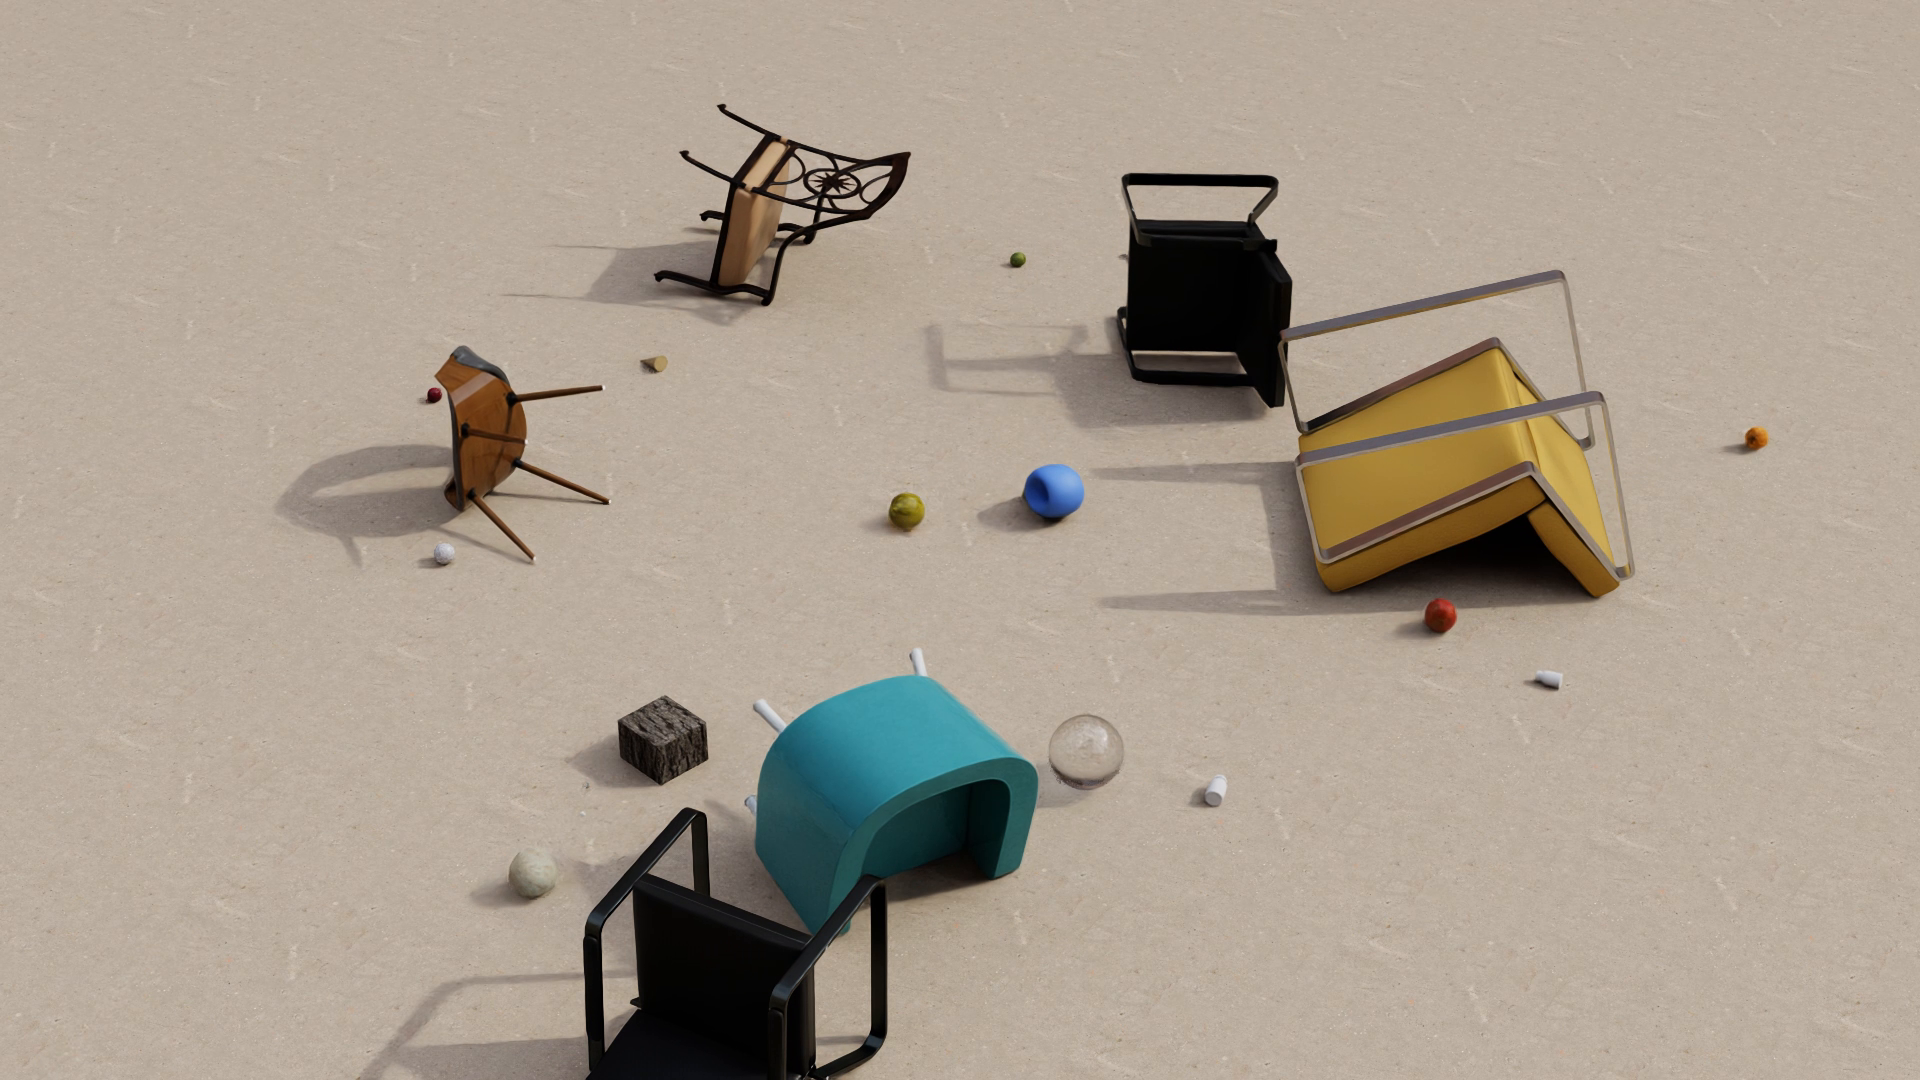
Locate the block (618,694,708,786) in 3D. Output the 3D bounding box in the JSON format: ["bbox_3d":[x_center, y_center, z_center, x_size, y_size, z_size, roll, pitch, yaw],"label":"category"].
[{"bbox_3d":[-0.991,0.667,9.791,0.204,0.155,0.216,-28,43,-36],"label":"block"}]

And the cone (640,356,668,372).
[{"bbox_3d":[-1.270,-0.730,12.023,0.129,0.066,0.074,9,29,40],"label":"cone"}]

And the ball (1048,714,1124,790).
[{"bbox_3d":[0.416,0.699,9.657,0.250,0.250,0.250,0,33,0],"label":"ball"}]

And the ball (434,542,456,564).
[{"bbox_3d":[-1.899,0.049,10.799,0.079,0.079,0.079,0,33,0],"label":"ball"}]

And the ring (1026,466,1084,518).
[{"bbox_3d":[0.355,-0.183,11.048,0.161,0.198,0.221,-11,21,-35],"label":"ring"}]

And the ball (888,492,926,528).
[{"bbox_3d":[-0.199,-0.110,10.989,0.137,0.137,0.137,0,33,0],"label":"ball"}]

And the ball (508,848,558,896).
[{"bbox_3d":[-1.342,1.045,9.220,0.153,0.153,0.153,0,33,0],"label":"ball"}]
